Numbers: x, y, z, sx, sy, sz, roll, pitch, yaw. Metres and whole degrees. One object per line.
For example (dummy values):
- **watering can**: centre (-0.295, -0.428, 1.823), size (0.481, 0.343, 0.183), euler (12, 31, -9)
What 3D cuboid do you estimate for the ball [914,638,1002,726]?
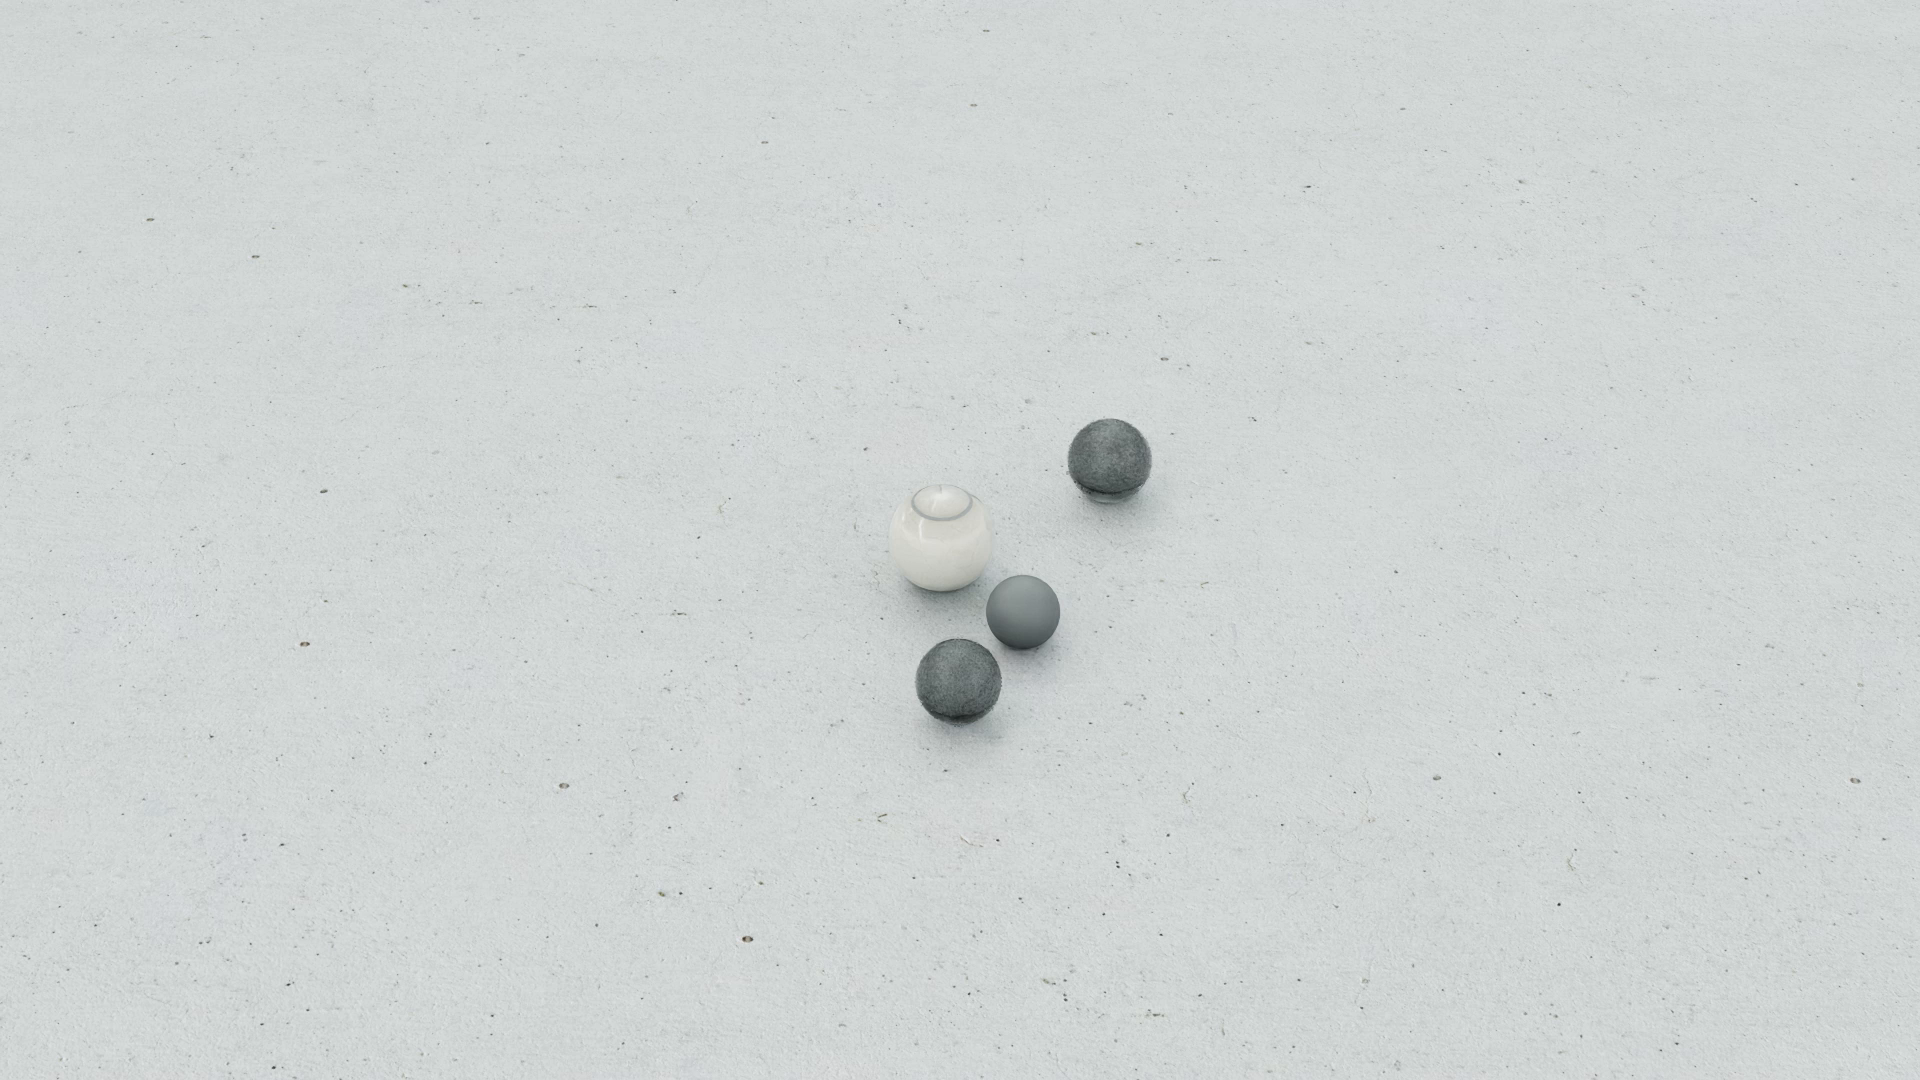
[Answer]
- **ball**: centre (-0.001, 0.078, 1.404), size (0.048, 0.048, 0.048), euler (0, 37, 0)

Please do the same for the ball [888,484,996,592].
- **ball**: centre (-0.010, -0.001, 1.496), size (0.063, 0.063, 0.063), euler (0, 37, 0)

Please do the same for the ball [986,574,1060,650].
- **ball**: centre (0.036, 0.041, 1.457), size (0.042, 0.042, 0.042), euler (0, 37, 0)

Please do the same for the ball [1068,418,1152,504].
- **ball**: centre (0.091, -0.048, 1.567), size (0.052, 0.052, 0.052), euler (0, 37, 0)
